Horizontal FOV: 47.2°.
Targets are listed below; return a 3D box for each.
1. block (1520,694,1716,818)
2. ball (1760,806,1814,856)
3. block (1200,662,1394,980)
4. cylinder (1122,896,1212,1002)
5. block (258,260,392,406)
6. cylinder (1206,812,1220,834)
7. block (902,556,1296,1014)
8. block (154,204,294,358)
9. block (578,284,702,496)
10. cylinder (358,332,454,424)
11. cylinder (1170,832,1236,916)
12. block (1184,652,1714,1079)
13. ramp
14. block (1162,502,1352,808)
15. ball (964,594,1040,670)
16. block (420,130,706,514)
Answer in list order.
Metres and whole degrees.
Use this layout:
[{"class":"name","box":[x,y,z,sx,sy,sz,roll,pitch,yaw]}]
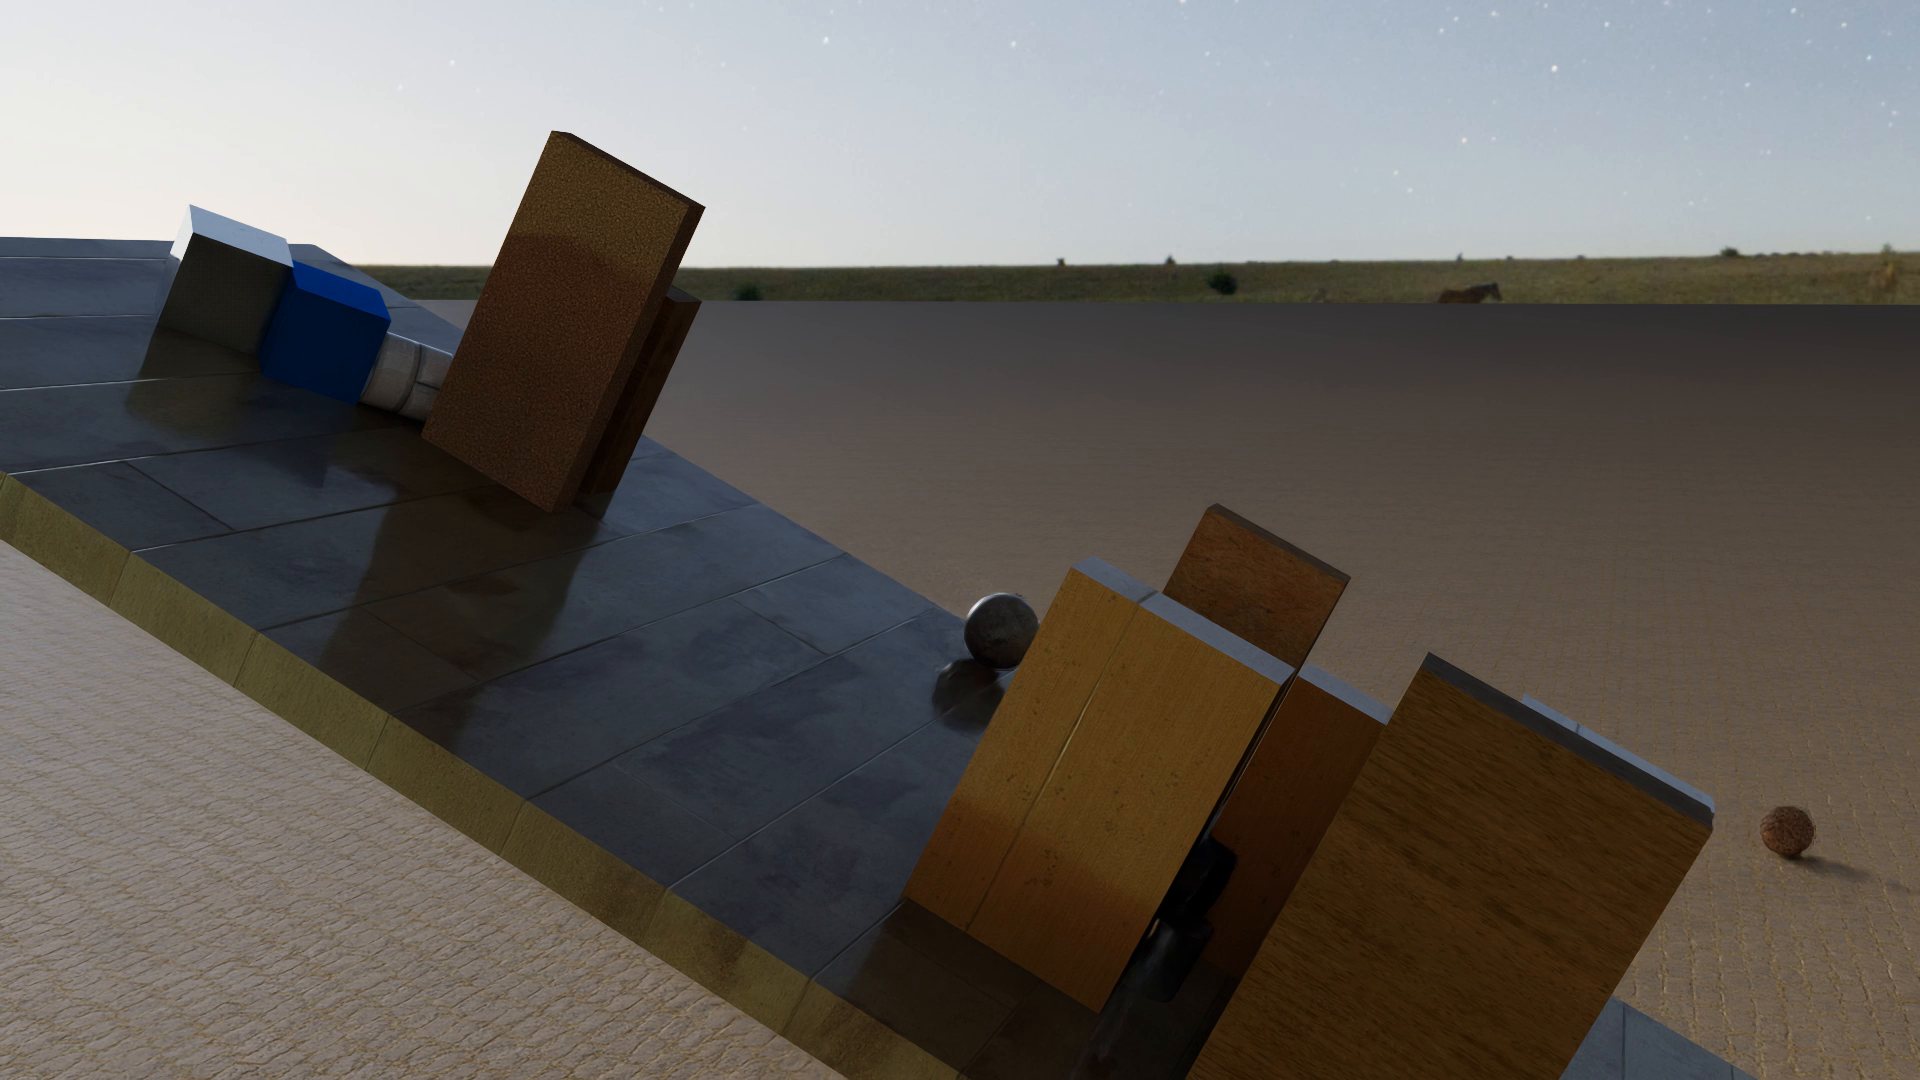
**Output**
[{"class":"block","box":[0.852,0.643,3.468,0.323,0.729,0.109,30,14,12]},{"class":"ball","box":[2.638,0.928,7.015,0.159,0.159,0.159,0,7,0]},{"class":"block","box":[0.653,0.550,3.858,0.398,0.529,0.136,30,14,12]},{"class":"cylinder","box":[0.330,0.674,3.648,0.129,0.129,0.129,26,15,-7]},{"class":"block","box":[-1.310,-0.427,4.516,0.195,0.195,0.195,19,16,-29]},{"class":"cylinder","box":[0.350,0.542,4.032,0.196,0.196,0.196,30,14,12]},{"class":"block","box":[0.217,0.385,3.496,0.368,0.608,0.149,30,14,12]},{"class":"block","box":[-1.511,-0.533,4.510,0.205,0.205,0.205,19,16,-28]},{"class":"block","box":[-0.800,-0.376,4.706,0.310,0.460,0.129,30,14,12]},{"class":"cylinder","box":[-1.155,-0.339,4.562,0.156,0.156,0.156,19,-3,-29]},{"class":"cylinder","box":[0.361,0.560,3.797,0.164,0.164,0.164,34,23,26]},{"class":"block","box":[0.646,0.612,3.069,0.429,0.794,0.130,30,14,12]},{"class":"ramp","box":[-0.231,0.386,4.152,4.000,0.100,2.000,30,14,12]},{"class":"block","box":[0.555,0.247,4.719,0.327,0.557,0.111,30,14,12]},{"class":"ball","box":[0.092,0.201,4.854,0.168,0.168,0.168,0,7,0]},{"class":"block","box":[-0.806,-0.437,4.439,0.330,0.689,0.082,30,14,12]}]
